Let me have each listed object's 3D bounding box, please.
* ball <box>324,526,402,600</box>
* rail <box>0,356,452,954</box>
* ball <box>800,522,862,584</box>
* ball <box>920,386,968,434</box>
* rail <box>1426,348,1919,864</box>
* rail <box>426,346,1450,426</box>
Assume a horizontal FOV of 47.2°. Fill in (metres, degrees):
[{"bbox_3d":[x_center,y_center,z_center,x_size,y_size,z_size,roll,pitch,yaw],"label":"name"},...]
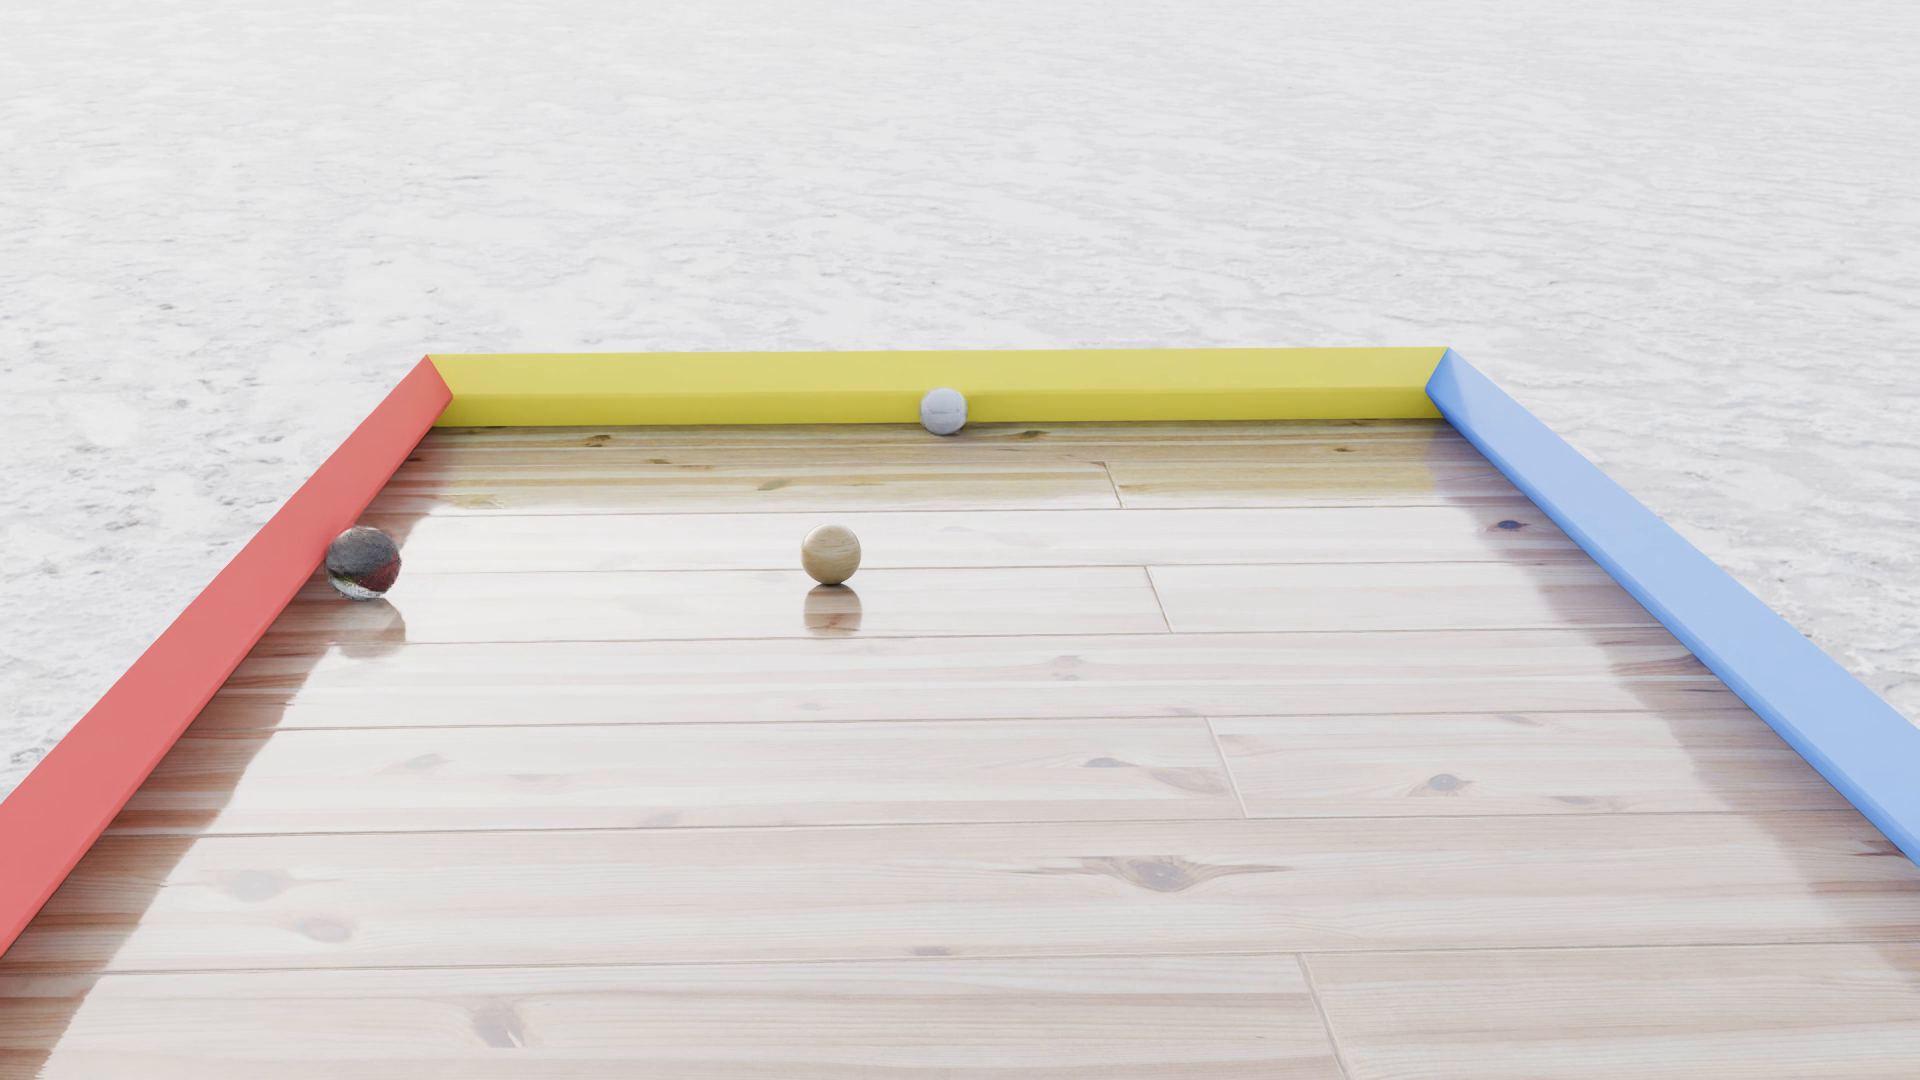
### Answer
[{"bbox_3d":[-0.684,0.026,2.522,0.085,0.085,0.085,0,17,0],"label":"ball"},{"bbox_3d":[-0.724,0.204,1.883,0.045,0.110,2.995,-1,17,-2],"label":"rail"},{"bbox_3d":[-0.152,0.016,2.578,0.073,0.073,0.073,0,17,0],"label":"ball"},{"bbox_3d":[-0.024,-0.192,3.274,0.071,0.071,0.071,0,17,0],"label":"ball"},{"bbox_3d":[0.779,0.188,1.936,0.045,0.110,2.995,-1,17,-2],"label":"rail"},{"bbox_3d":[-0.027,-0.227,3.320,1.551,0.110,0.045,-1,17,-2],"label":"rail"}]
